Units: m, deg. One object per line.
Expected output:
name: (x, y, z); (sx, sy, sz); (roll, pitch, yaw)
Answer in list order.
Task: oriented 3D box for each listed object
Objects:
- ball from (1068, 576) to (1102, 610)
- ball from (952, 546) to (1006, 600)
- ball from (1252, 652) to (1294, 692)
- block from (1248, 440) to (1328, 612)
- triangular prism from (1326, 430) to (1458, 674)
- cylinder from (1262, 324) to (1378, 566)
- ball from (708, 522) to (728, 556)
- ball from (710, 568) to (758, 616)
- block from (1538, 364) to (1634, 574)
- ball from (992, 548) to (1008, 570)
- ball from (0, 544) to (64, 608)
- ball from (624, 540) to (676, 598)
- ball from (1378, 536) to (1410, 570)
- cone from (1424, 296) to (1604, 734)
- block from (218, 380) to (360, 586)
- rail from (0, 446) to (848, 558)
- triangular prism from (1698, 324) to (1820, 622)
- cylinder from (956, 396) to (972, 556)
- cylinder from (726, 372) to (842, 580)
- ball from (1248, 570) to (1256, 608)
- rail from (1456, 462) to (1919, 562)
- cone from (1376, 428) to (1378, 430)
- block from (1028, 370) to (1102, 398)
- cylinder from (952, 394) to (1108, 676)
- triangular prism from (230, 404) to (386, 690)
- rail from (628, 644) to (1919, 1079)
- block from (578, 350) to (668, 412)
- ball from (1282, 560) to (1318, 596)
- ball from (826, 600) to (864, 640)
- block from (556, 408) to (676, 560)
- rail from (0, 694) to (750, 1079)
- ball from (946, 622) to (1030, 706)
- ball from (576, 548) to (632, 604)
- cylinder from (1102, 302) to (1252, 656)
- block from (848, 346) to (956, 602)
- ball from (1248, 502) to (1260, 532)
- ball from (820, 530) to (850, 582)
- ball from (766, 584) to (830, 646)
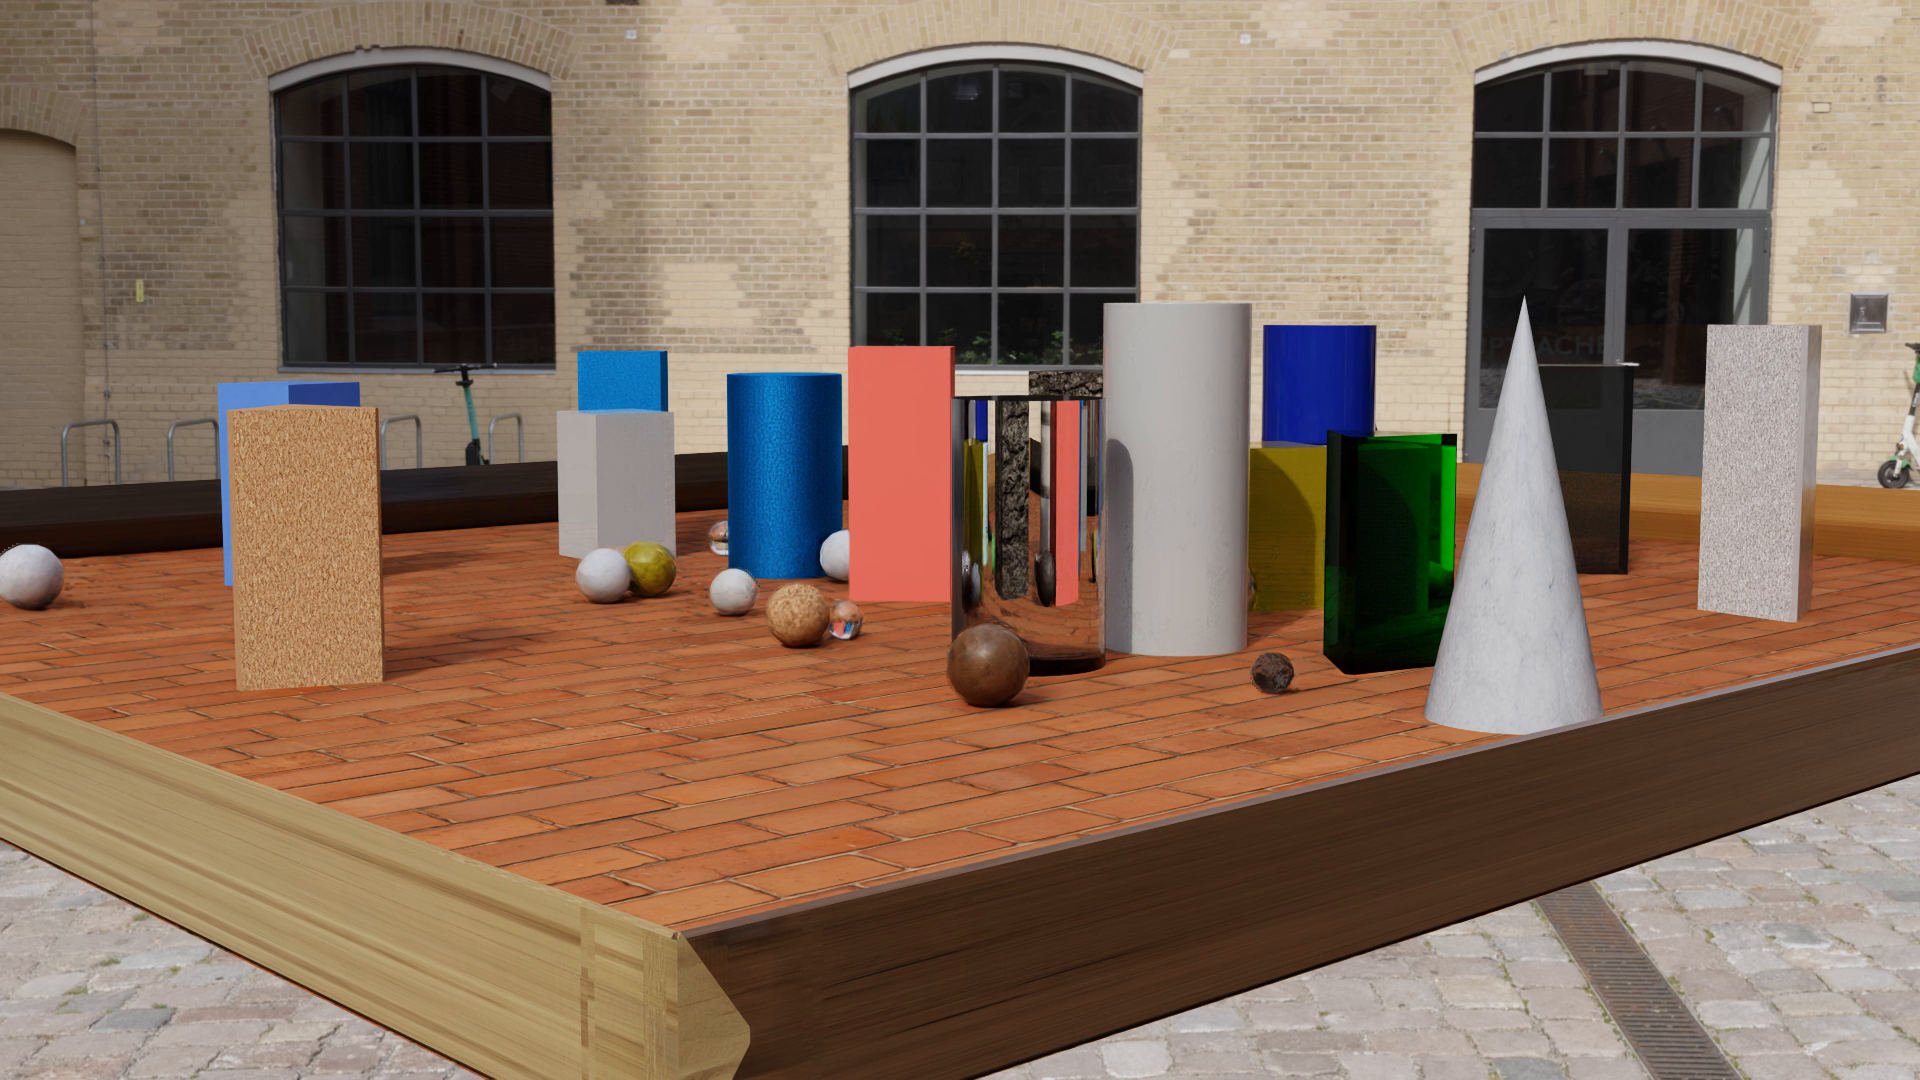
ball: (0.187, 0.078, 3.262); (0.052, 0.052, 0.052); (0, 6, 0)
ball: (0.029, 0.051, 3.374); (0.084, 0.084, 0.084); (0, 6, 0)
ball: (0.364, 0.154, 2.559); (0.048, 0.048, 0.048); (0, 6, 0)
block: (0.449, -0.023, 3.318); (0.155, 0.242, 0.155); (-2, 6, -16)
triangular prism: (0.511, 0.009, 2.775); (0.168, 0.291, 0.145); (-3, 7, -30)
cylinder: (0.615, -0.160, 3.778); (0.194, 0.418, 0.194); (0, 6, 0)
ball: (-0.427, -0.003, 3.984); (0.062, 0.062, 0.062); (0, 6, 0)
ball: (-0.329, 0.076, 3.198); (0.069, 0.069, 0.069); (0, 6, 0)
block: (1.057, -0.124, 3.767); (0.155, 0.349, 0.155); (1, 6, 8)
ball: (0.056, 0.038, 3.657); (0.050, 0.050, 0.050); (0, 6, 0)
ball: (-1.386, 0.054, 3.276); (0.097, 0.097, 0.097); (0, 6, 0)
ball: (-0.483, 0.045, 3.408); (0.088, 0.088, 0.088); (0, 6, 0)
ball: (0.745, 0.022, 3.773); (0.057, 0.057, 0.057); (0, 6, 0)
cone: (0.605, -0.034, 2.381); (0.194, 0.460, 0.194); (0, 6, 0)
block: (-1.083, -0.092, 3.568); (0.155, 0.326, 0.155); (3, 7, 29)
rail: (-1.022, -0.083, 4.434); (3.219, 0.126, 0.045); (-6, 8, -42)
triangular prism: (1.205, -0.104, 3.224); (0.145, 0.422, 0.168); (-4, 7, -33)
cylinder: (-0.077, -0.107, 3.884); (0.194, 0.291, 0.194); (0, 6, 0)
cylinder: (-0.296, -0.112, 3.716); (0.194, 0.336, 0.194); (0, 6, 0)
ball: (0.375, 0.069, 3.145); (0.094, 0.094, 0.094); (0, 6, 0)
rail: (1.165, -0.080, 4.401); (0.045, 0.126, 3.063); (-6, 8, -42)
cone: (0.759, -0.148, 4.160); (0.194, 0.314, 0.194); (0, 6, 0)
block: (0.216, -0.096, 3.505); (0.155, 0.347, 0.155); (4, 7, 36)
cylinder: (0.086, -0.010, 2.752); (0.194, 0.335, 0.194); (0, 6, 0)
triangular prism: (-0.796, 0.003, 2.657); (0.168, 0.328, 0.145); (-3, 7, -23)
rail: (1.022, 0.148, 2.230); (3.219, 0.126, 0.045); (-6, 8, -42)
block: (-0.646, -0.181, 4.240); (0.155, 0.363, 0.155); (0, 6, -2)
ball: (0.530, 0.058, 3.427); (0.057, 0.057, 0.057); (0, 6, 0)
ball: (-0.157, 0.108, 2.977); (0.052, 0.052, 0.052); (0, 6, 0)
block: (-0.620, -0.101, 3.969); (0.155, 0.261, 0.155); (-4, 7, -36)
rail: (-1.165, 0.145, 2.263); (0.045, 0.126, 3.063); (-6, 8, -42)
ball: (0.032, 0.140, 2.474); (0.094, 0.094, 0.094); (0, 6, 0)
ball: (-0.541, 0.054, 3.340); (0.083, 0.083, 0.083); (0, 6, 0)
cylinder: (0.284, -0.085, 2.901); (0.194, 0.452, 0.194); (0, 6, 0)
block: (-0.089, -0.106, 3.419); (0.155, 0.386, 0.155); (0, 6, 3)
ball: (0.591, -0.044, 4.389); (0.060, 0.060, 0.060); (0, 6, 0)
ball: (-0.187, 0.027, 3.593); (0.085, 0.085, 0.085); (0, 6, 0)
ball: (-0.214, 0.099, 2.908); (0.084, 0.084, 0.084); (0, 6, 0)
